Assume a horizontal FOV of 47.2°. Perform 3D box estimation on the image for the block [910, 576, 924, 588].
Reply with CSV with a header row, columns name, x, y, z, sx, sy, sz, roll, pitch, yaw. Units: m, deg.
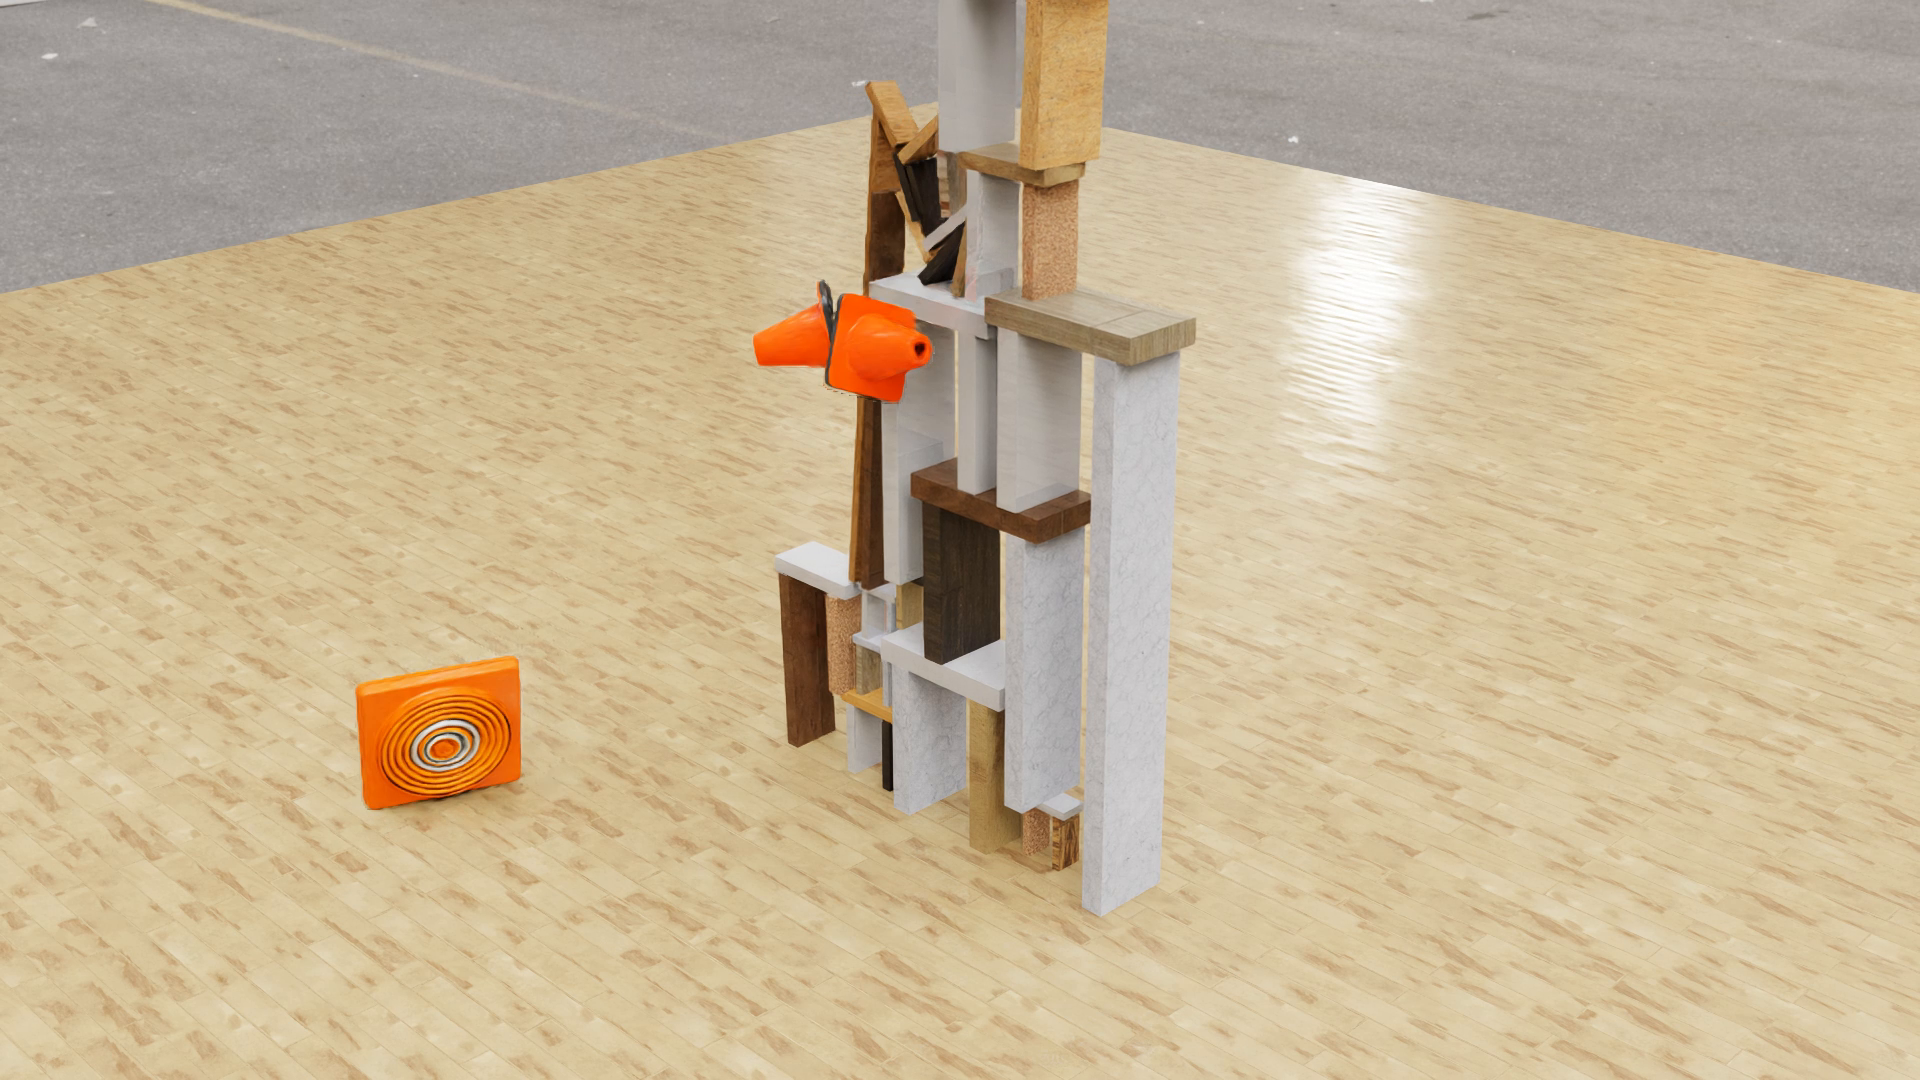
name,x,y,z,sx,sy,sz,roll,pitch,yaw
block,-0.076,0.068,4.338,0.057,0.016,0.113,-21,31,-41

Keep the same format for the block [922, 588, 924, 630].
name,x,y,z,sx,sy,sz,roll,pitch,yaw
block,-0.048,0.137,4.339,0.016,0.113,0.057,21,30,41

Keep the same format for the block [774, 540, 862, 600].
name,x,y,z,sx,sy,sz,roll,pitch,yaw
block,-0.271,0.062,4.544,0.109,0.031,0.219,-22,32,-40

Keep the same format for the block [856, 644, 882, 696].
name,x,y,z,sx,sy,sz,roll,pitch,yaw
block,-0.189,0.259,4.535,0.016,0.113,0.057,20,29,38

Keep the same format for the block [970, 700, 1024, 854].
name,x,y,z,sx,sy,sz,roll,pitch,yaw
block,0.092,0.438,4.311,0.046,0.326,0.163,21,31,41

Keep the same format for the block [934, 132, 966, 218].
name,x,y,z,sx,sy,sz,roll,pitch,yaw
block,-0.009,-0.665,3.983,0.021,0.150,0.075,6,17,36

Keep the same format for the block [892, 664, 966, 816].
name,x,y,z,sx,sy,sz,roll,pitch,yaw
block,-0.061,0.378,4.452,0.046,0.326,0.163,21,31,41

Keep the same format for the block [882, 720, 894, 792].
name,x,y,z,sx,sy,sz,roll,pitch,yaw
block,-0.124,0.431,4.539,0.023,0.160,0.080,21,31,41

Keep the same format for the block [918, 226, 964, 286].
name,x,y,z,sx,sy,sz,roll,pitch,yaw
block,-0.008,-0.524,4.026,0.076,0.153,0.022,-18,72,-41

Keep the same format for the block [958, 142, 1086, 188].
name,x,y,z,sx,sy,sz,roll,pitch,yaw
block,0.106,-0.655,3.827,0.208,0.029,0.104,22,31,40

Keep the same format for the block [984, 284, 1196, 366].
name,x,y,z,sx,sy,sz,roll,pitch,yaw
block,0.224,-0.382,3.815,0.170,0.048,0.340,-21,31,-40

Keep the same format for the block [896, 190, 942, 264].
name,x,y,z,sx,sy,sz,roll,pitch,yaw
block,-0.065,-0.592,4.139,0.021,0.146,0.073,-27,-7,36

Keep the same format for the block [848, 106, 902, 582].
name,x,y,z,sx,sy,sz,roll,pitch,yaw
block,-0.165,-0.372,4.293,0.019,0.961,0.066,23,28,40

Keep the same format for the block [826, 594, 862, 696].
name,x,y,z,sx,sy,sz,roll,pitch,yaw
block,-0.227,0.200,4.541,0.031,0.219,0.109,16,28,34

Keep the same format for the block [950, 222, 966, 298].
name,x,y,z,sx,sy,sz,roll,pitch,yaw
block,0.031,-0.516,3.976,0.076,0.153,0.022,-21,46,-40

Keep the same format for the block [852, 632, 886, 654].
name,x,y,z,sx,sy,sz,roll,pitch,yaw
block,-0.159,0.209,4.487,0.113,0.016,0.057,20,29,38

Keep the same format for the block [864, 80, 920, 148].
name,x,y,z,sx,sy,sz,roll,pitch,yaw
block,-0.123,-0.793,4.090,0.066,0.131,0.019,-15,-14,-43

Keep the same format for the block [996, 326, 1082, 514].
name,x,y,z,sx,sy,sz,roll,pitch,yaw
block,0.144,-0.234,3.965,0.170,0.340,0.048,-21,31,-40

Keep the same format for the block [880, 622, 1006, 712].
name,x,y,z,sx,sy,sz,roll,pitch,yaw
block,0.016,0.237,4.309,0.326,0.046,0.163,21,31,41

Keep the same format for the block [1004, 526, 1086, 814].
name,x,y,z,sx,sy,sz,roll,pitch,yaw
block,0.159,0.231,4.148,0.047,0.567,0.164,21,31,41

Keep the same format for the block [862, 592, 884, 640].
name,x,y,z,sx,sy,sz,roll,pitch,yaw
block,-0.177,0.146,4.481,0.015,0.104,0.052,20,28,39

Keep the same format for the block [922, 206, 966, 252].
name,x,y,z,sx,sy,sz,roll,pitch,yaw
block,0.002,-0.576,3.997,0.076,0.022,0.153,-26,-4,-40

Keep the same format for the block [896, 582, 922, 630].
name,x,y,z,sx,sy,sz,roll,pitch,yaw
block,-0.101,0.117,4.388,0.016,0.113,0.057,21,31,40

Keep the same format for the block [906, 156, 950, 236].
name,x,y,z,sx,sy,sz,roll,pitch,yaw
block,-0.043,-0.629,4.088,0.075,0.159,0.021,-23,13,-28

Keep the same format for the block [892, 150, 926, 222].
name,x,y,z,sx,sy,sz,roll,pitch,yaw
block,-0.080,-0.664,4.104,0.019,0.131,0.066,-11,9,43

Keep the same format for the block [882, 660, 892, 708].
name,x,y,z,sx,sy,sz,roll,pitch,yaw
block,-0.132,0.279,4.489,0.016,0.113,0.057,21,30,40

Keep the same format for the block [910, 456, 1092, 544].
name,x,y,z,sx,sy,sz,roll,pitch,yaw
block,0.081,-0.082,4.100,0.329,0.047,0.164,21,31,41

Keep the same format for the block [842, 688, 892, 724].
name,x,y,z,sx,sy,sz,roll,pitch,yaw
block,-0.161,0.332,4.538,0.160,0.023,0.080,21,30,40

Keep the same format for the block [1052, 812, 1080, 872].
name,x,y,z,sx,sy,sz,roll,pitch,yaw
block,0.205,0.577,4.251,0.058,0.117,0.017,-21,31,-41

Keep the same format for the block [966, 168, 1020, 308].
name,x,y,z,sx,sy,sz,roll,pitch,yaw
block,0.058,-0.546,3.924,0.104,0.248,0.029,-21,31,-40

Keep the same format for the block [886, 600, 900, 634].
name,x,y,z,sx,sy,sz,roll,pitch,yaw
block,-0.125,0.165,4.438,0.015,0.104,0.052,20,29,39

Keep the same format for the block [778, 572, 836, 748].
name,x,y,z,sx,sy,sz,roll,pitch,yaw
block,-0.324,0.240,4.678,0.031,0.402,0.109,21,31,41

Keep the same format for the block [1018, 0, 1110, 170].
name,x,y,z,sx,sy,sz,roll,pitch,yaw
block,0.176,-0.784,3.708,0.149,0.299,0.042,-18,31,-38

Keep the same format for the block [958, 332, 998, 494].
name,x,y,z,sx,sy,sz,roll,pitch,yaw
block,0.066,-0.250,4.046,0.043,0.305,0.153,22,31,40

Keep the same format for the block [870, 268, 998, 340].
name,x,y,z,sx,sy,sz,roll,pitch,yaw
block,-0.006,-0.438,4.044,0.305,0.043,0.153,21,31,41

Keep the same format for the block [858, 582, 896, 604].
name,x,y,z,sx,sy,sz,roll,pitch,yaw
block,-0.150,0.100,4.437,0.104,0.015,0.052,20,28,39

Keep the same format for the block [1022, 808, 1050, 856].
name,x,y,z,sx,sy,sz,roll,pitch,yaw
block,0.150,0.555,4.302,0.059,0.117,0.017,-21,31,-41

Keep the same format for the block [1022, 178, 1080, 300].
name,x,y,z,sx,sy,sz,roll,pitch,yaw
block,0.158,-0.530,3.837,0.104,0.208,0.029,-18,29,-36

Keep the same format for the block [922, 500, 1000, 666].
name,x,y,z,sx,sy,sz,roll,pitch,yaw
block,0.004,0.061,4.244,0.047,0.329,0.164,21,31,41

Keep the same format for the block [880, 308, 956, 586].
name,x,y,z,sx,sy,sz,roll,pitch,yaw
block,-0.079,-0.192,4.225,0.153,0.551,0.043,-21,31,-40

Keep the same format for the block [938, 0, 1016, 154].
name,x,y,z,sx,sy,sz,roll,pitch,yaw
block,0.031,-0.838,3.835,0.042,0.299,0.149,21,30,41

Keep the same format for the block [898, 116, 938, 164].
name,x,y,z,sx,sy,sz,roll,pitch,yaw
block,-0.044,-0.737,4.000,0.075,0.021,0.150,-24,-8,-39

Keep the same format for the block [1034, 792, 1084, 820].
name,x,y,z,sx,sy,sz,roll,pitch,yaw
block,0.177,0.505,4.251,0.117,0.017,0.058,21,31,41

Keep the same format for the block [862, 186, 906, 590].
name,x,y,z,sx,sy,sz,roll,pitch,yaw
block,-0.150,-0.283,4.285,0.021,0.810,0.073,22,30,38

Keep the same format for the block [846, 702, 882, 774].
name,x,y,z,sx,sy,sz,roll,pitch,yaw
block,-0.200,0.402,4.608,0.023,0.160,0.080,21,31,40

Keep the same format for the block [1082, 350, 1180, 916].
name,x,y,z,sx,sy,sz,roll,pitch,yaw
block,0.305,0.172,3.963,0.170,1.087,0.048,-21,31,-41
